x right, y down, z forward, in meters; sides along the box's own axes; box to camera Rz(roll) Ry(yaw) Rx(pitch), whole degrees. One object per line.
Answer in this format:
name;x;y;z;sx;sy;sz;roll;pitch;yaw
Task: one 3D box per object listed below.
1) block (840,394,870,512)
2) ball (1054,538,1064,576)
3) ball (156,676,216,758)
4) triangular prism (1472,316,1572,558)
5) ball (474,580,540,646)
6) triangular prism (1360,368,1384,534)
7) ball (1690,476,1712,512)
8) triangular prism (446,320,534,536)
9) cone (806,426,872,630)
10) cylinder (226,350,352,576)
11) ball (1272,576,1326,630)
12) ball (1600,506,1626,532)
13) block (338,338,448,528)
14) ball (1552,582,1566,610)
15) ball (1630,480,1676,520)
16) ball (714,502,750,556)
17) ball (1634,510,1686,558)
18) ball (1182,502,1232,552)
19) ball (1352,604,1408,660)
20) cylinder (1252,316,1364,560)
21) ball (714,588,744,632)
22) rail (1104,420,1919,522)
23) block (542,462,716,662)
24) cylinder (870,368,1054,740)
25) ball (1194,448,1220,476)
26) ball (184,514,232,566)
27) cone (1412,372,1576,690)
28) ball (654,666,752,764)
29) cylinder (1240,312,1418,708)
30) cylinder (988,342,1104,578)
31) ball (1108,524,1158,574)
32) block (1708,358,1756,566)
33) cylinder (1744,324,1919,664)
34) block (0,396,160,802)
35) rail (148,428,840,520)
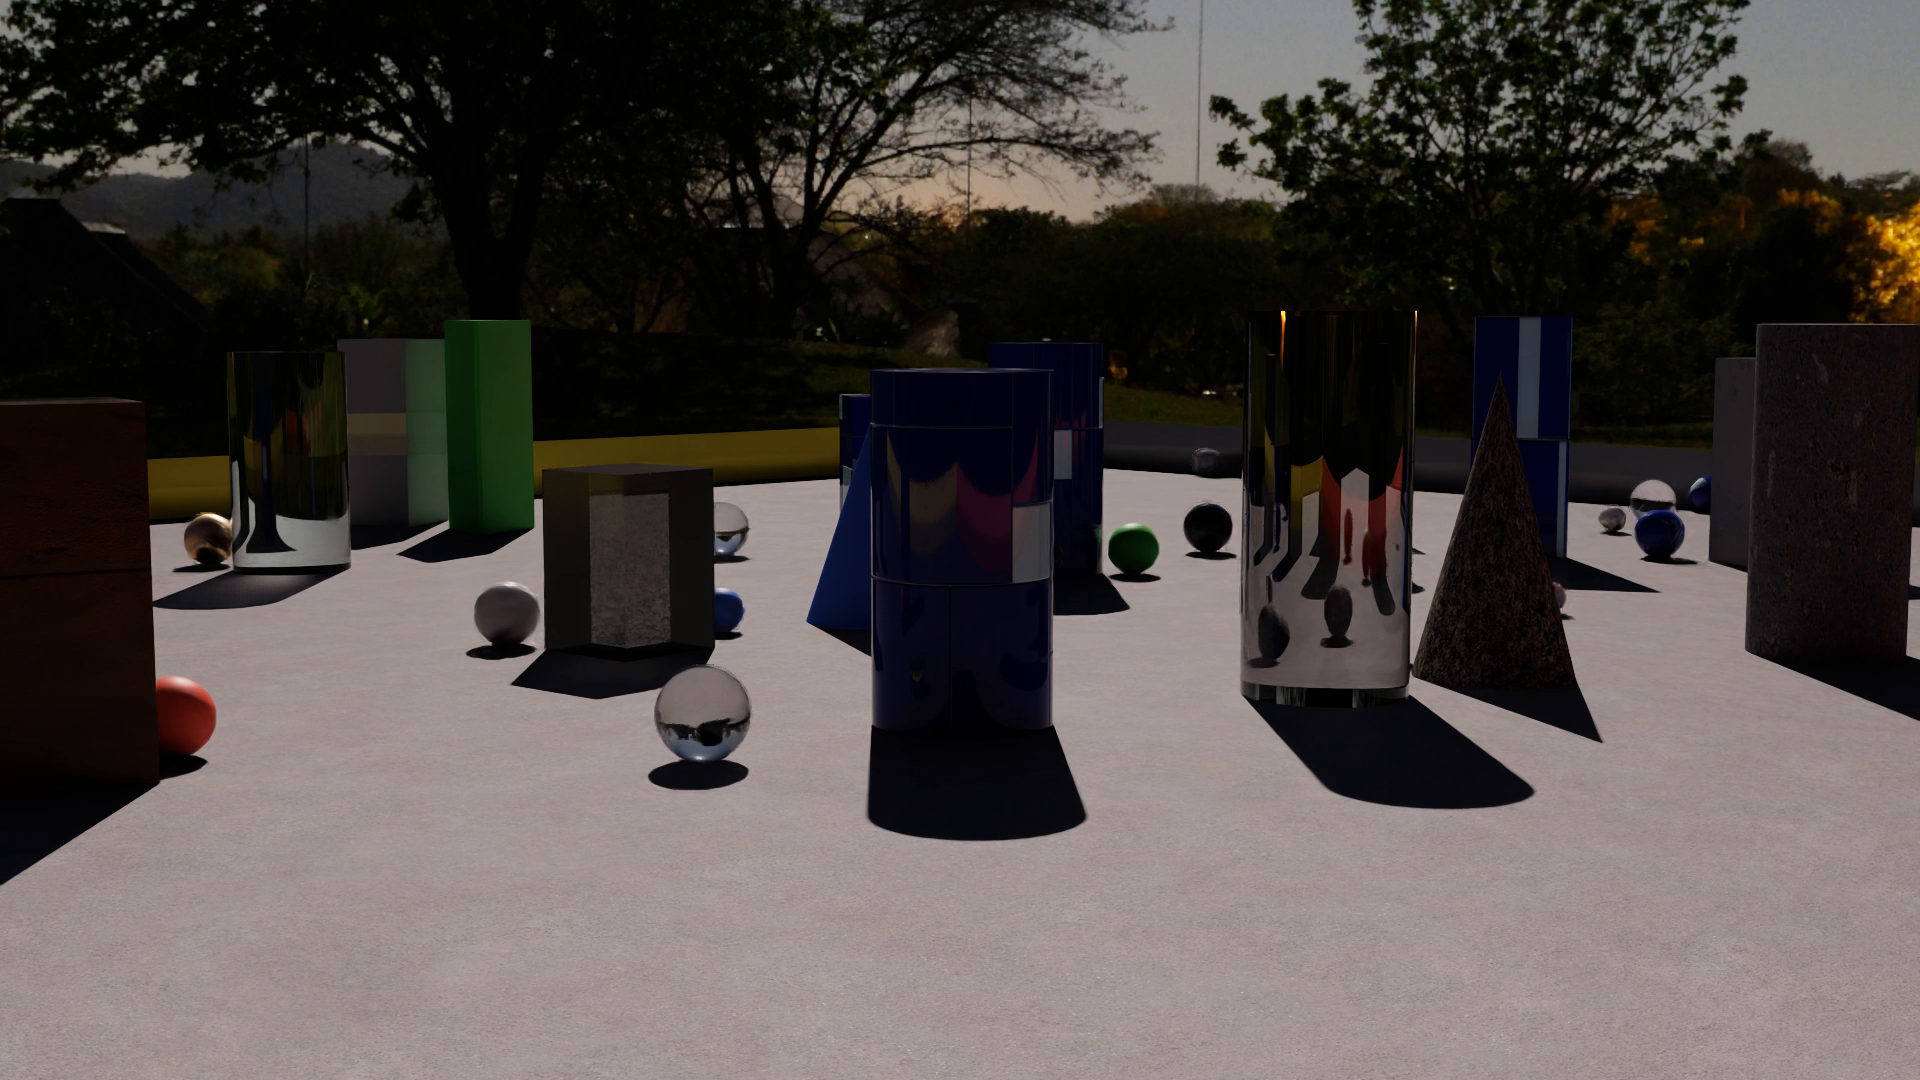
block;-0.164;-0.173;4.647;0.157;0.265;0.157;-1;6;-13
ball;0.126;0.027;3.597;0.085;0.085;0.085;0;6;0
ball;-0.782;0.177;2.188;0.082;0.082;0.082;0;6;0
triangular prism;1.032;-0.194;4.040;0.170;0.434;0.147;2;6;16
ball;-0.602;0.097;2.921;0.087;0.087;0.087;0;6;0
triangular prism;0.756;-0.185;4.452;0.170;0.330;0.147;0;6;0
ball;1.656;-0.102;4.869;0.078;0.078;0.078;0;6;0
triangular prism;-0.935;-0.232;4.451;0.147;0.424;0.170;-4;7;-33
cone;-0.123;-0.034;3.151;0.196;0.300;0.196;0;6;0
cylinder;-1.152;-0.136;3.776;0.196;0.373;0.196;0;6;0
ball;0.473;0.087;3.068;0.077;0.077;0.077;0;6;0
ball;1.310;-0.041;4.412;0.053;0.053;0.053;0;6;0
block;-1.185;-0.228;4.603;0.157;0.384;0.157;2;6;18
ball;0.865;0.084;3.230;0.049;0.049;0.049;0;6;0
ball;1.443;-0.079;4.577;0.093;0.093;0.093;0;6;0
ball;-0.431;-0.020;3.992;0.098;0.098;0.098;0;6;0
ball;1.262;-0.012;3.965;0.088;0.088;0.088;0;6;0
ball;0.457;-0.023;4.051;0.092;0.092;0.092;0;6;0
ball;0.536;0.117;2.808;0.071;0.071;0.071;0;6;0
cylinder;0.632;-0.190;4.000;0.196;0.434;0.196;0;6;0
ball;-0.331;0.097;3.047;0.062;0.062;0.062;0;6;0
rail;1.704;-0.130;4.895;0.045;0.127;4.317;-5;8;-42
block;-0.434;0.025;2.886;0.157;0.238;0.157;5;8;39
cylinder;0.003;0.009;2.358;0.196;0.381;0.196;0;6;0
ball;0.665;-0.209;5.923;0.072;0.072;0.072;0;6;0
ball;-1.311;-0.001;3.848;0.090;0.090;0.090;0;6;0
cone;0.651;-0.019;2.665;0.196;0.373;0.196;0;6;0
ball;-0.253;0.172;2.166;0.096;0.096;0.096;0;6;0
cylinder;0.425;-0.042;2.544;0.196;0.443;0.196;0;6;0
cylinder;0.145;-0.139;3.731;0.196;0.389;0.196;0;6;0
ball;0.292;0.015;3.716;0.086;0.086;0.086;0;6;0
block;1.435;-0.138;3.854;0.157;0.360;0.157;-3;6;-23
cylinder;1.126;-0.065;2.843;0.196;0.426;0.196;0;6;0
block;-0.863;0.049;2.078;0.157;0.359;0.157;-4;7;-32
rail;-1.448;-0.130;4.892;4.684;0.127;0.045;-5;8;-42
